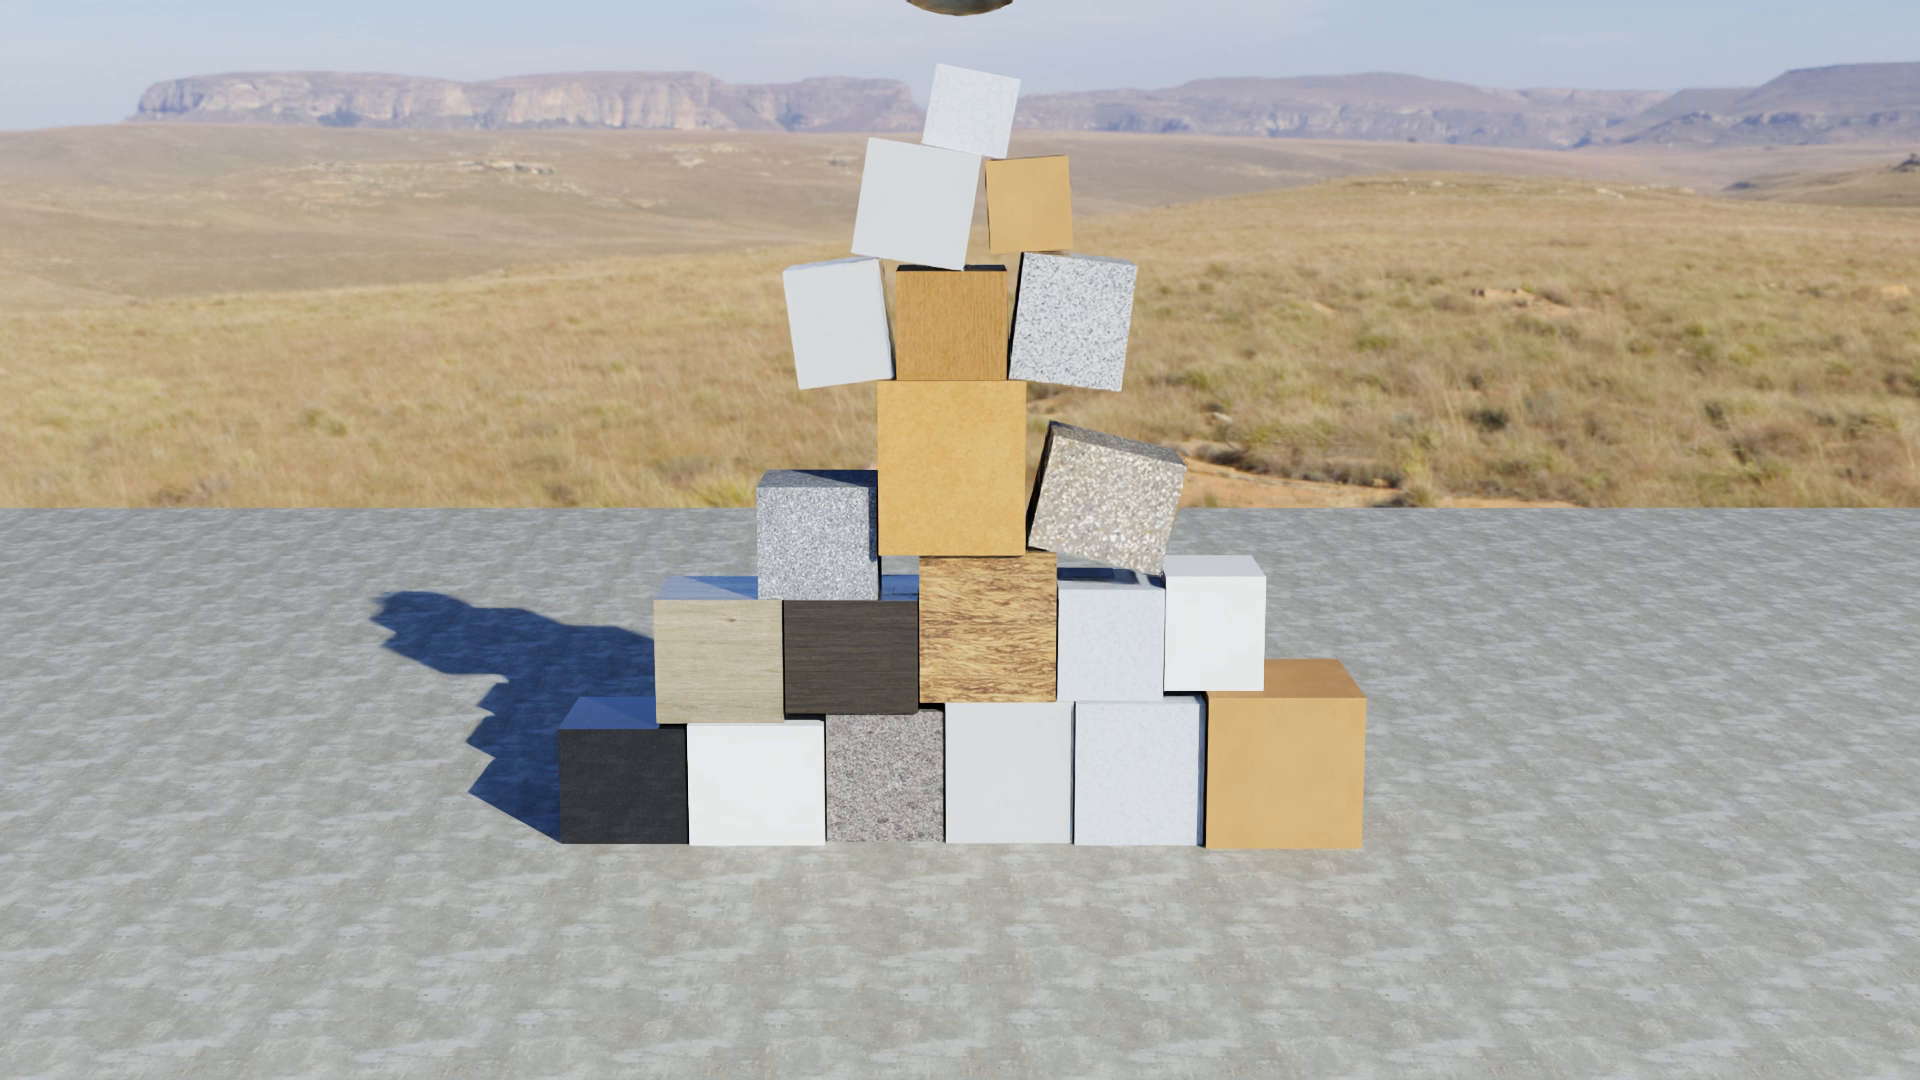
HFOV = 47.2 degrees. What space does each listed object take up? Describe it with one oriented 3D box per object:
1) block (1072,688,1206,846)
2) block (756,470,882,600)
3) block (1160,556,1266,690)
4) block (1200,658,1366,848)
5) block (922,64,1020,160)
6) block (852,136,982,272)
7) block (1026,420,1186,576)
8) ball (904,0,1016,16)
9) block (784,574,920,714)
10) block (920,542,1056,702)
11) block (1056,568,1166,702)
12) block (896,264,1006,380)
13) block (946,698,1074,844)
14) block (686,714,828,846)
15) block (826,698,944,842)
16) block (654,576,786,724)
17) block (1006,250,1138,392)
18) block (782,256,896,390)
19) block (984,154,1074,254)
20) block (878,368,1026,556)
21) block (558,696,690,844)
[{"bbox_3d":[0.902,1.117,11.376,0.647,0.732,0.705,0,10,0],"label":"block"},{"bbox_3d":[-0.706,-0.035,11.174,0.593,0.564,0.602,0,10,0],"label":"block"},{"bbox_3d":[1.275,0.418,11.275,0.497,0.583,0.578,0,10,0],"label":"block"},{"bbox_3d":[1.625,1.092,11.378,0.780,0.780,0.833,0,10,0],"label":"block"},{"bbox_3d":[0.052,-2.098,10.780,0.411,0.385,0.414,11,10,-2],"label":"block"},{"bbox_3d":[-0.211,-1.666,10.864,0.548,0.560,0.568,9,10,-2],"label":"block"},{"bbox_3d":[0.726,-0.221,11.152,0.671,0.563,0.602,13,10,-2],"label":"block"},{"bbox_3d":[0.000,-4.525,15.546,1.600,1.600,1.600,0,10,0],"label":"ball"},{"bbox_3d":[-0.542,0.524,11.282,0.662,0.575,0.671,0,10,0],"label":"block"},{"bbox_3d":[0.139,0.378,11.267,0.679,0.757,0.698,0,10,0],"label":"block"},{"bbox_3d":[0.754,0.476,11.262,0.528,0.568,0.577,0,10,0],"label":"block"},{"bbox_3d":[-0.041,-1.094,10.976,0.537,0.526,0.623,0,10,0],"label":"block"},{"bbox_3d":[0.249,1.114,11.384,0.640,0.734,0.658,0,10,0],"label":"block"},{"bbox_3d":[-1.023,1.170,11.396,0.681,0.621,0.732,0,10,0],"label":"block"},{"bbox_3d":[-0.377,1.143,11.383,0.592,0.679,0.594,0,10,0],"label":"block"},{"bbox_3d":[-1.203,0.554,11.279,0.640,0.632,0.614,0,10,0],"label":"block"},{"bbox_3d":[0.548,-1.112,10.976,0.550,0.611,0.615,7,10,-1],"label":"block"},{"bbox_3d":[-0.591,-1.096,10.968,0.470,0.579,0.534,-7,10,1],"label":"block"},{"bbox_3d":[0.336,-1.666,10.883,0.401,0.446,0.477,-4,10,1],"label":"block"},{"bbox_3d":[-0.040,-0.412,11.095,0.721,0.858,0.722,0,10,0],"label":"block"},{"bbox_3d":[-1.694,1.183,11.384,0.642,0.599,0.652,0,10,0],"label":"block"}]
